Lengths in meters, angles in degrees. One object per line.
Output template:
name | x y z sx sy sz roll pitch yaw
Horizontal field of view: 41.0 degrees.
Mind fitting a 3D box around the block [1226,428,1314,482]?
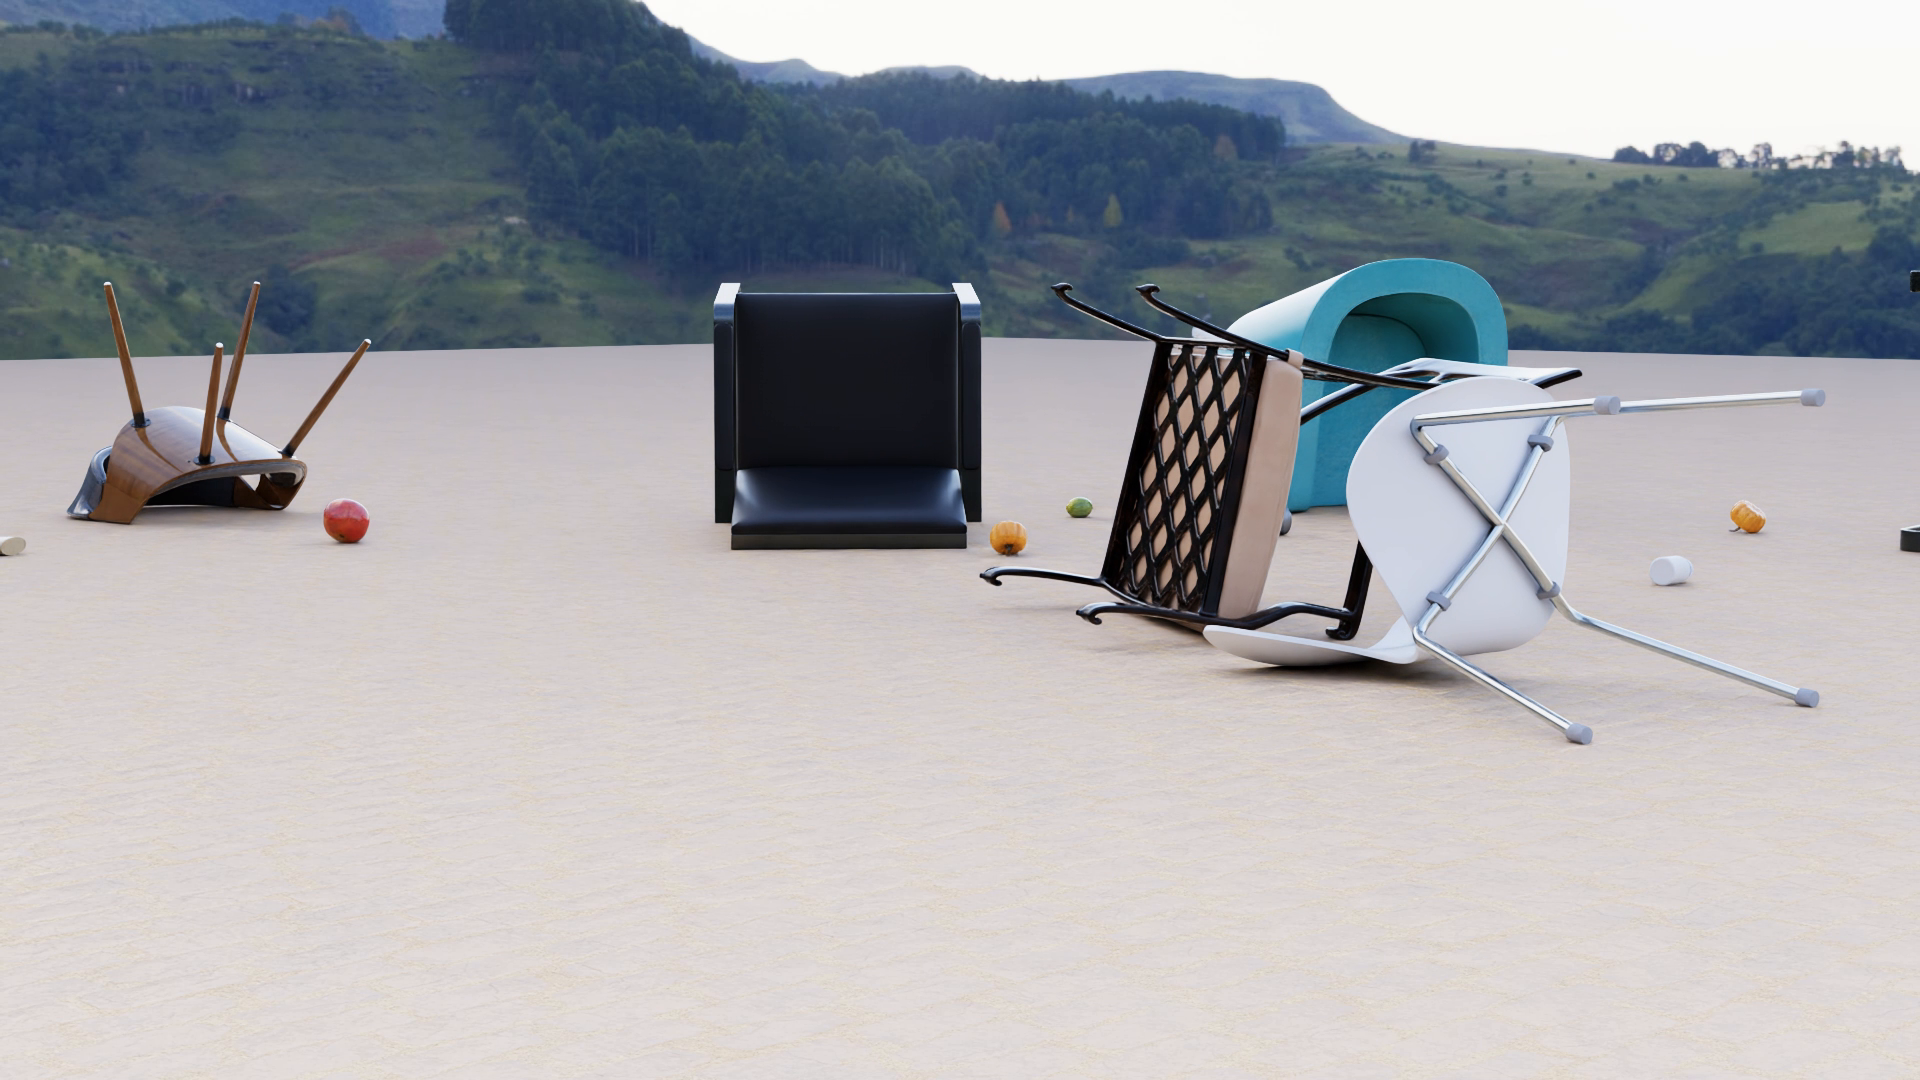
block | 1.003 -0.275 8.297 0.239 0.161 0.173 3 6 25

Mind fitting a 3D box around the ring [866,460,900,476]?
ring | -0.257 -0.237 8.528 0.108 0.039 0.264 0 6 8

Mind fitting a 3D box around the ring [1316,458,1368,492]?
ring | 1.183 -0.202 7.933 0.118 0.093 0.286 2 7 32
